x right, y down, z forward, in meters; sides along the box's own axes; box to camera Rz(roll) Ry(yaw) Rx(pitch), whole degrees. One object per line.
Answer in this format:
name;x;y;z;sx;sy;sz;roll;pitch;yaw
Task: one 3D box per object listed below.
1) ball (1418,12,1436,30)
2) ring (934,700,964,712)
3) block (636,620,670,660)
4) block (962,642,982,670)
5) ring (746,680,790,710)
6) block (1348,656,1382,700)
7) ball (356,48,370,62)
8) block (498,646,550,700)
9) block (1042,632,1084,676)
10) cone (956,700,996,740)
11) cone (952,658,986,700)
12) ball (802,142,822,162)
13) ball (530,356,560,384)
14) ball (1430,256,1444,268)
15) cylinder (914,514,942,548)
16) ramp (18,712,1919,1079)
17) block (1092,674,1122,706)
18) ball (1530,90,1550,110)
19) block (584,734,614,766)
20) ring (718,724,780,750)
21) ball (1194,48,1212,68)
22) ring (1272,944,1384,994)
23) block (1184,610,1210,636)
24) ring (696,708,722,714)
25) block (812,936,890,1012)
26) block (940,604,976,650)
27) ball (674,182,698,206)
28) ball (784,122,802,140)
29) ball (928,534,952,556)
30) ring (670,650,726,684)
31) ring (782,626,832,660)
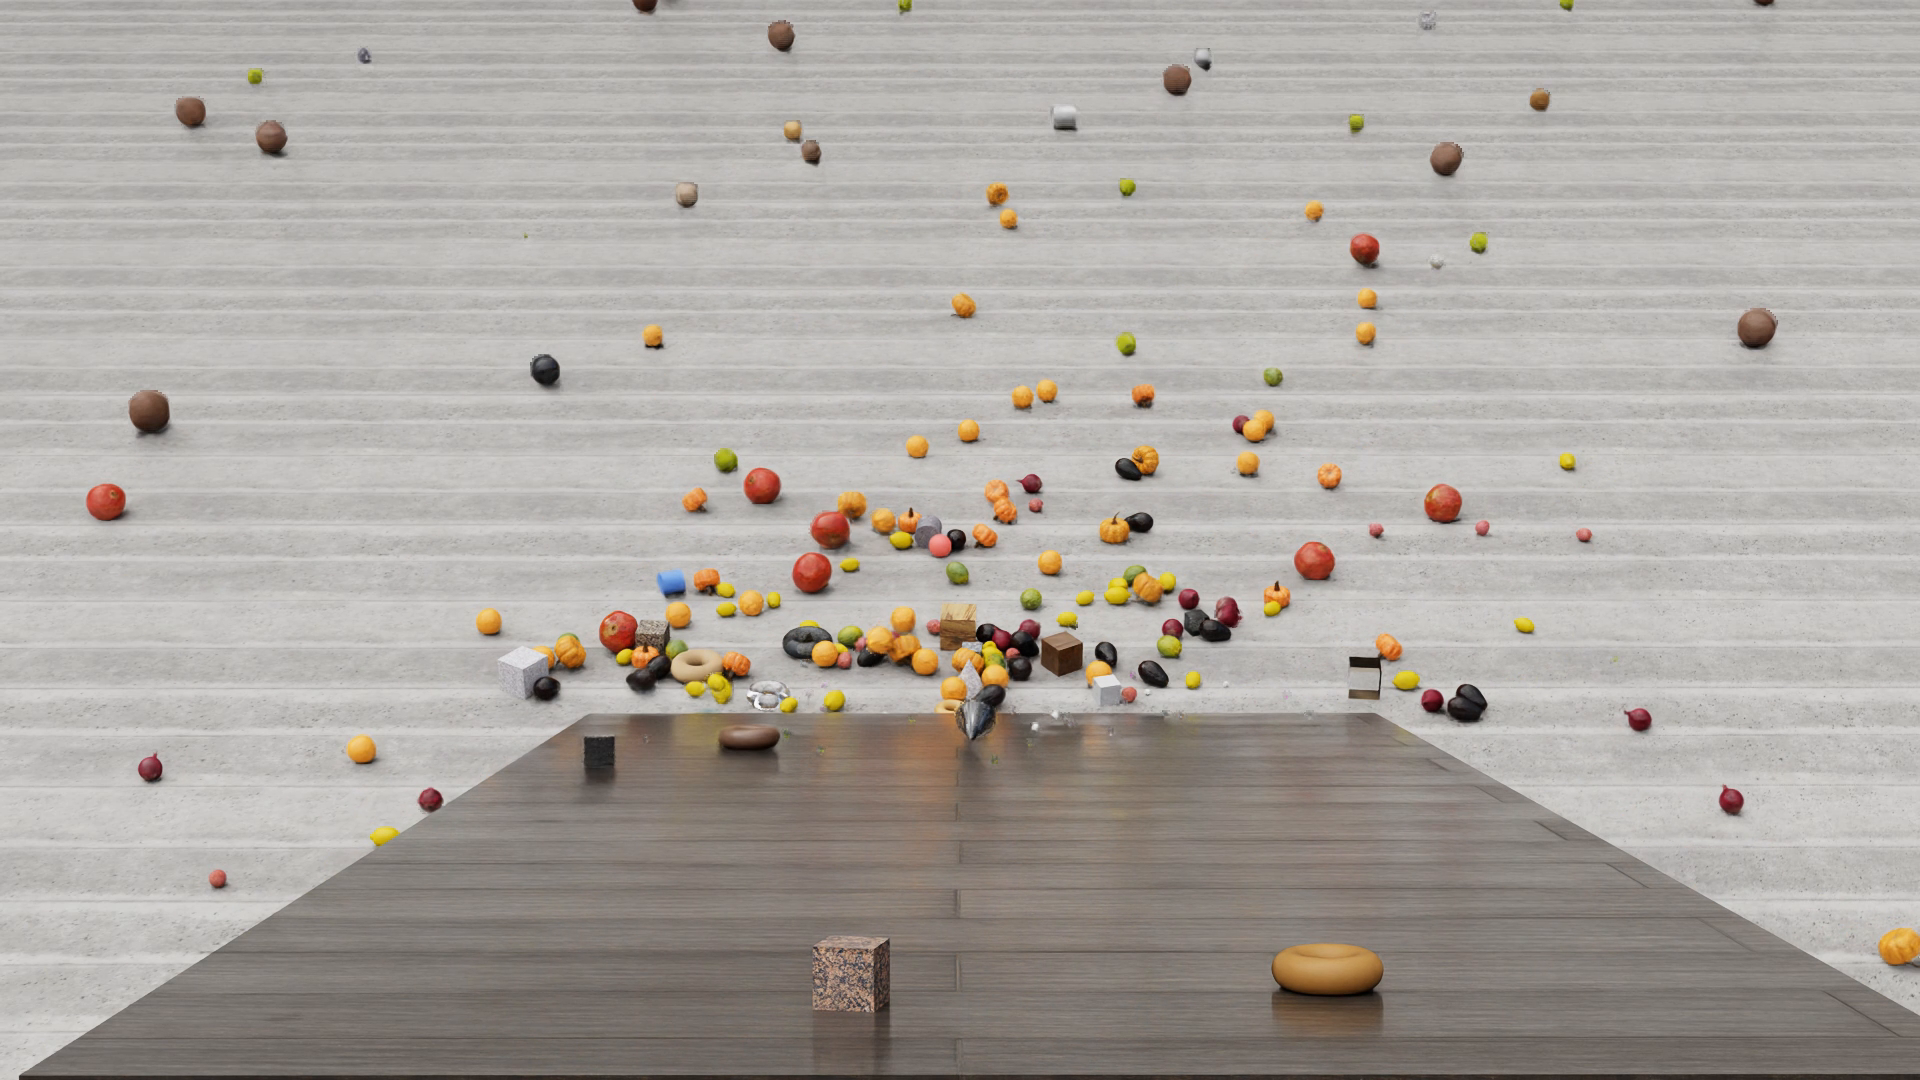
ball;2.323;-2.581;12.825;0.088;0.088;0.088;0;26;0
ring;-0.021;0.446;6.730;0.094;0.031;0.094;1;26;-1
block;-0.837;0.272;7.031;0.079;0.079;0.079;2;26;5
block;0.032;0.313;6.975;0.054;0.054;0.054;2;26;5
ring;-0.505;0.408;6.800;0.118;0.039;0.118;1;26;-1
block;1.071;0.366;6.836;0.082;0.082;0.082;2;26;5
ball;-2.842;-2.308;12.294;0.067;0.067;0.067;0;26;0
block;-1.158;0.353;6.850;0.093;0.093;0.093;17;31;31
block;0.275;0.307;6.958;0.080;0.080;0.080;-17;31;-30
cone;0.031;0.434;5.910;0.096;0.096;0.096;3;28;6
cone;0.024;0.356;6.840;0.096;0.096;0.096;0;26;0
ball;-0.630;-1.639;10.912;0.086;0.086;0.086;0;26;0
ball;-1.402;-0.575;8.730;0.099;0.099;0.099;0;26;0
ball;1.804;-1.051;9.755;0.050;0.050;0.050;0;26;0
cylinder;-0.094;-0.025;7.638;0.076;0.076;0.076;2;26;4
ramp;0.059;0.537;4.573;2.000;0.100;4.000;0;1;0
block;0.387;0.397;6.801;0.057;0.057;0.057;-8;27;-16
ball;2.604;-1.973;11.587;0.090;0.090;0.090;0;26;0
block;-0.753;0.438;5.390;0.060;0.060;0.060;0;1;-11
ring;-0.470;0.438;5.736;0.137;0.046;0.137;-1;2;0
ball;1.152;-2.283;12.223;0.085;0.085;0.085;0;26;0
ring;0.429;0.502;3.014;0.130;0.043;0.130;-1;2;0
block;0.656;0.229;7.148;0.051;0.051;0.051;-11;28;-22
ring;-0.653;0.465;6.699;0.080;0.027;0.080;-1;26;1
block;-0.122;0.490;2.916;0.071;0.071;0.071;0;1;13
block;-0.004;0.239;7.079;0.095;0.095;0.095;1;26;2
ball;-1.102;-1.390;10.393;0.096;0.096;0.096;0;26;0
ball;-0.727;-1.778;11.199;0.081;0.081;0.081;0;26;0
ball;-0.059;0.016;7.565;0.067;0.067;0.067;0;26;0
ring;-0.703;0.340;6.926;0.149;0.050;0.149;0;25;0
ring;-0.417;0.280;7.052;0.139;0.046;0.139;-1;27;0
